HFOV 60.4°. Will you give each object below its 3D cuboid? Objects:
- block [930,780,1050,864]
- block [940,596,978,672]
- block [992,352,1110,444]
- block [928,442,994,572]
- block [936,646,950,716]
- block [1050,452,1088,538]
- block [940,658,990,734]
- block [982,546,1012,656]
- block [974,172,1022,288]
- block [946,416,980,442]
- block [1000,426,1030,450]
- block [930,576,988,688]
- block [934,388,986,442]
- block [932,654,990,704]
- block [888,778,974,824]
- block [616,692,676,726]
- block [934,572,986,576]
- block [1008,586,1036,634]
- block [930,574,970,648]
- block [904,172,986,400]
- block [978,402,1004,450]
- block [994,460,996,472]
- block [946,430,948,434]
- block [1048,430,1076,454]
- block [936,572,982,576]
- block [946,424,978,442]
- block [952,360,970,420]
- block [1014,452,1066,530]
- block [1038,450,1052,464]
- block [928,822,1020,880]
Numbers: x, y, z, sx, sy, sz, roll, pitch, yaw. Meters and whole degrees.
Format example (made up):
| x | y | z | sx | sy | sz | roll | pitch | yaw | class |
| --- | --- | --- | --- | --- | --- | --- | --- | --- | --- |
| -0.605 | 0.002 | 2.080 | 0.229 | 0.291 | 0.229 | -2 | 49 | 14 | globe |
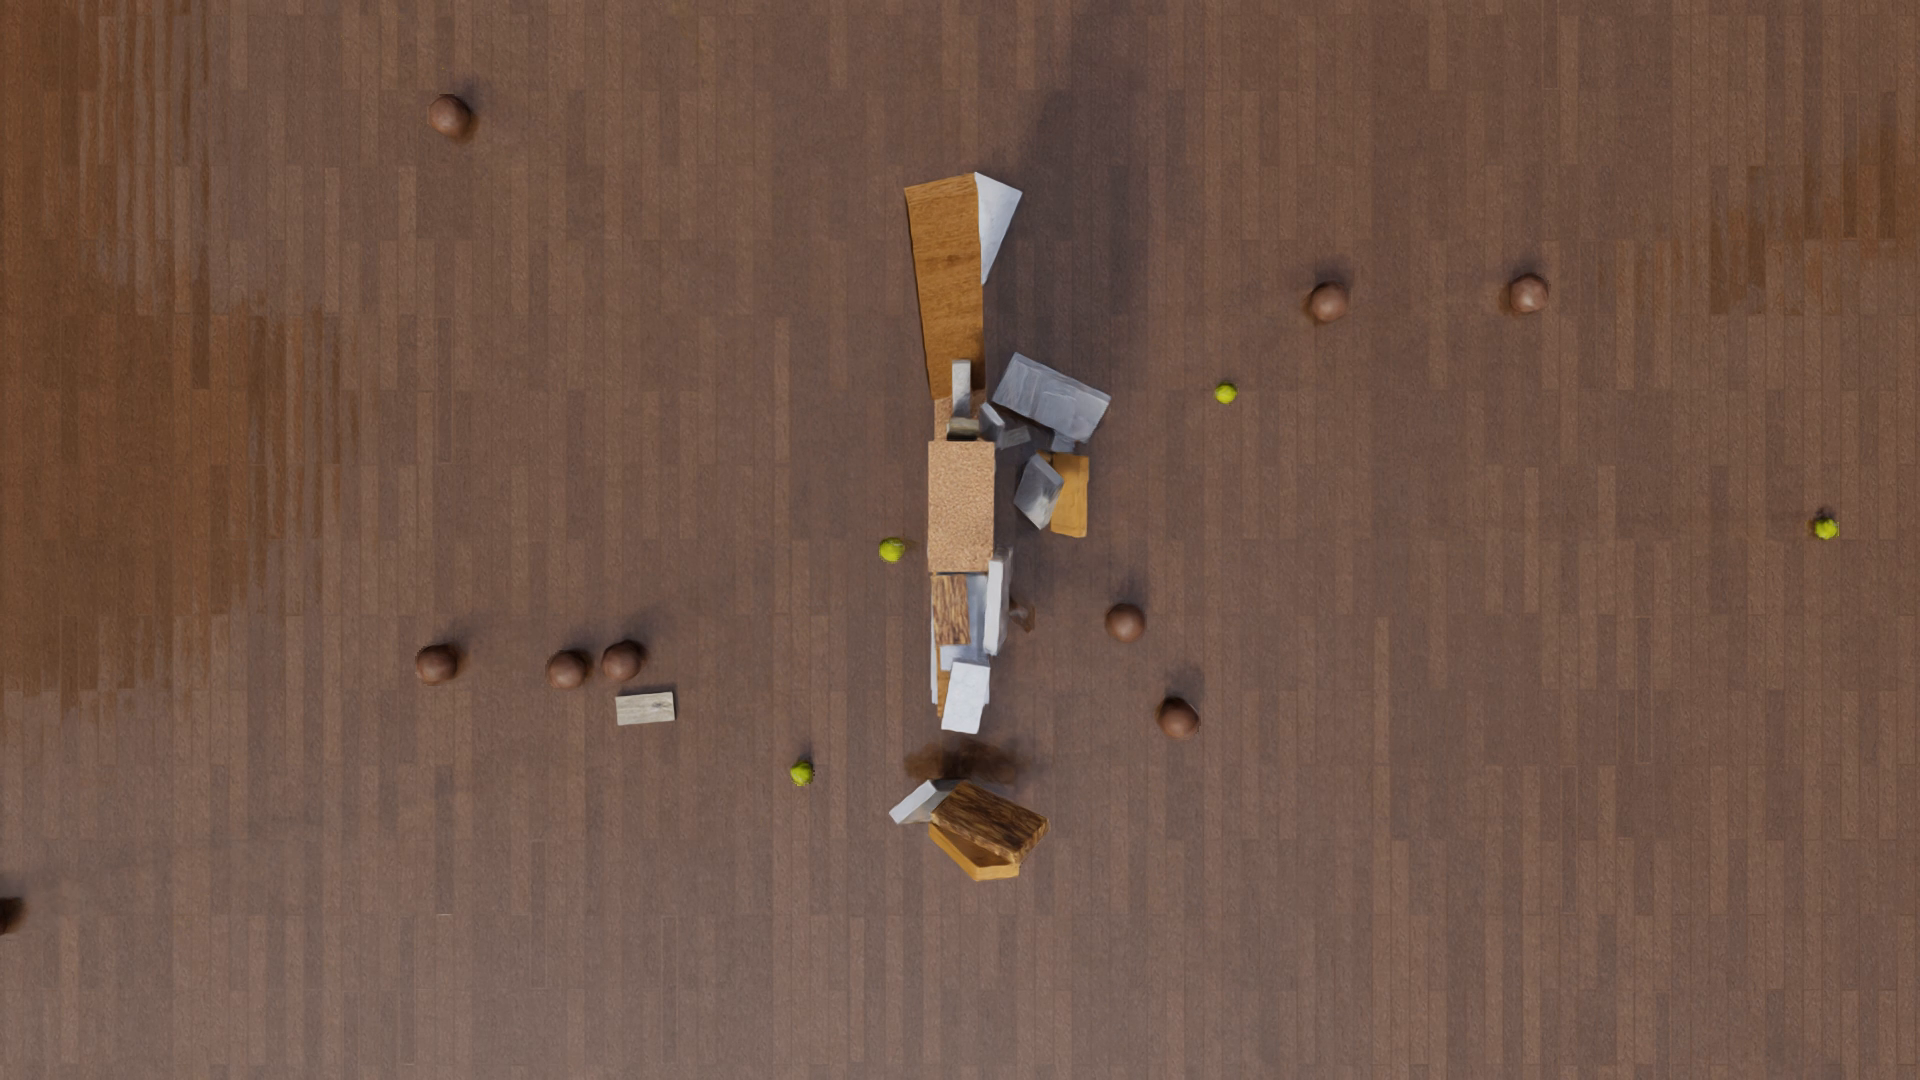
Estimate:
| x | y | z | sx | sy | sz | roll | pitch | yaw | class |
| --- | --- | --- | --- | --- | --- | --- | --- | --- | --- |
| 0.088 | 0.831 | 4.879 | 0.316 | 0.045 | 0.158 | 20 | 46 | 33 | block |
| -0.003 | 0.252 | 4.430 | 0.099 | 0.028 | 0.199 | -1 | 76 | 0 | block |
| 0.295 | -0.460 | 5.360 | 0.344 | 0.049 | 0.172 | 24 | 124 | -7 | block |
| 0.003 | -0.089 | 4.449 | 0.176 | 0.050 | 0.351 | 0 | 90 | 0 | block |
| -0.012 | 0.375 | 4.452 | 0.099 | 0.028 | 0.199 | -1 | 90 | 0 | block |
| 0.358 | -0.149 | 5.413 | 0.037 | 0.131 | 0.263 | -8 | 104 | -39 | block |
| 0.014 | 0.417 | 4.401 | 0.099 | 0.028 | 0.199 | 9 | 110 | -3 | block |
| 0.101 | 0.161 | 4.424 | 0.037 | 0.131 | 0.263 | 7 | 109 | 11 | block |
| 0.061 | -1.026 | 5.476 | 0.172 | 0.049 | 0.344 | 23 | 90 | 0 | block |
| 0.006 | -0.285 | 4.515 | 0.080 | 0.159 | 0.023 | 8 | 66 | -3 | block |
| 0.179 | -0.341 | 5.493 | 0.105 | 0.015 | 0.053 | -16 | 90 | 0 | block |
| -0.002 | 0.250 | 4.488 | 0.152 | 0.043 | 0.304 | 1 | 90 | 0 | block |
| 0.001 | -0.338 | 5.159 | 0.159 | 0.045 | 0.319 | 0 | 90 | 0 | block |
| 0.002 | 0.328 | 5.122 | 0.176 | 0.050 | 0.353 | 0 | 90 | 0 | block |
| -0.077 | 0.825 | 5.225 | 0.158 | 0.543 | 0.045 | -40 | 75 | 6 | block |
| -1.045 | 0.560 | 5.487 | 0.189 | 0.027 | 0.095 | -5 | 90 | 0 | block |
| -0.002 | -0.017 | 5.155 | 0.161 | 0.046 | 0.322 | 0 | 90 | 0 | block |
| 0.177 | 0.206 | 4.860 | 0.095 | 0.189 | 0.027 | 42 | 75 | 16 | block |
| -0.026 | 0.189 | 4.417 | 0.095 | 0.027 | 0.189 | -4 | 76 | -1 | block |
| -0.027 | -0.657 | 4.539 | 0.172 | 1.237 | 0.049 | -13 | 73 | -2 | block |
| 0.085 | -0.316 | 4.586 | 0.023 | 0.159 | 0.080 | -36 | 75 | -15 | block |
| 0.009 | -0.202 | 4.701 | 0.176 | 0.454 | 0.050 | -9 | 91 | 0 | block |
| 0.006 | -0.328 | 5.045 | 0.091 | 0.182 | 0.026 | 3 | 89 | 0 | block |
| 0.352 | -0.361 | 5.462 | 0.080 | 0.023 | 0.159 | 19 | 86 | -23 | block |
| 0.000 | -0.030 | 4.845 | 0.134 | 0.038 | 0.268 | 0 | 90 | 0 | block |
| 0.006 | -0.254 | 4.941 | 0.091 | 0.026 | 0.182 | 1 | 91 | 0 | block |
| 0.004 | -0.448 | 4.996 | 0.053 | 0.313 | 0.015 | -1 | 61 | 0 | block |
| 0.253 | -0.155 | 5.312 | 0.037 | 0.263 | 0.131 | -35 | 71 | -27 | block |
| 0.265 | -0.253 | 5.449 | 0.053 | 0.105 | 0.015 | 23 | 50 | -1 | block |
| 0.043 | 0.997 | 5.324 | 0.158 | 0.316 | 0.045 | 0 | 108 | -31 | block |
